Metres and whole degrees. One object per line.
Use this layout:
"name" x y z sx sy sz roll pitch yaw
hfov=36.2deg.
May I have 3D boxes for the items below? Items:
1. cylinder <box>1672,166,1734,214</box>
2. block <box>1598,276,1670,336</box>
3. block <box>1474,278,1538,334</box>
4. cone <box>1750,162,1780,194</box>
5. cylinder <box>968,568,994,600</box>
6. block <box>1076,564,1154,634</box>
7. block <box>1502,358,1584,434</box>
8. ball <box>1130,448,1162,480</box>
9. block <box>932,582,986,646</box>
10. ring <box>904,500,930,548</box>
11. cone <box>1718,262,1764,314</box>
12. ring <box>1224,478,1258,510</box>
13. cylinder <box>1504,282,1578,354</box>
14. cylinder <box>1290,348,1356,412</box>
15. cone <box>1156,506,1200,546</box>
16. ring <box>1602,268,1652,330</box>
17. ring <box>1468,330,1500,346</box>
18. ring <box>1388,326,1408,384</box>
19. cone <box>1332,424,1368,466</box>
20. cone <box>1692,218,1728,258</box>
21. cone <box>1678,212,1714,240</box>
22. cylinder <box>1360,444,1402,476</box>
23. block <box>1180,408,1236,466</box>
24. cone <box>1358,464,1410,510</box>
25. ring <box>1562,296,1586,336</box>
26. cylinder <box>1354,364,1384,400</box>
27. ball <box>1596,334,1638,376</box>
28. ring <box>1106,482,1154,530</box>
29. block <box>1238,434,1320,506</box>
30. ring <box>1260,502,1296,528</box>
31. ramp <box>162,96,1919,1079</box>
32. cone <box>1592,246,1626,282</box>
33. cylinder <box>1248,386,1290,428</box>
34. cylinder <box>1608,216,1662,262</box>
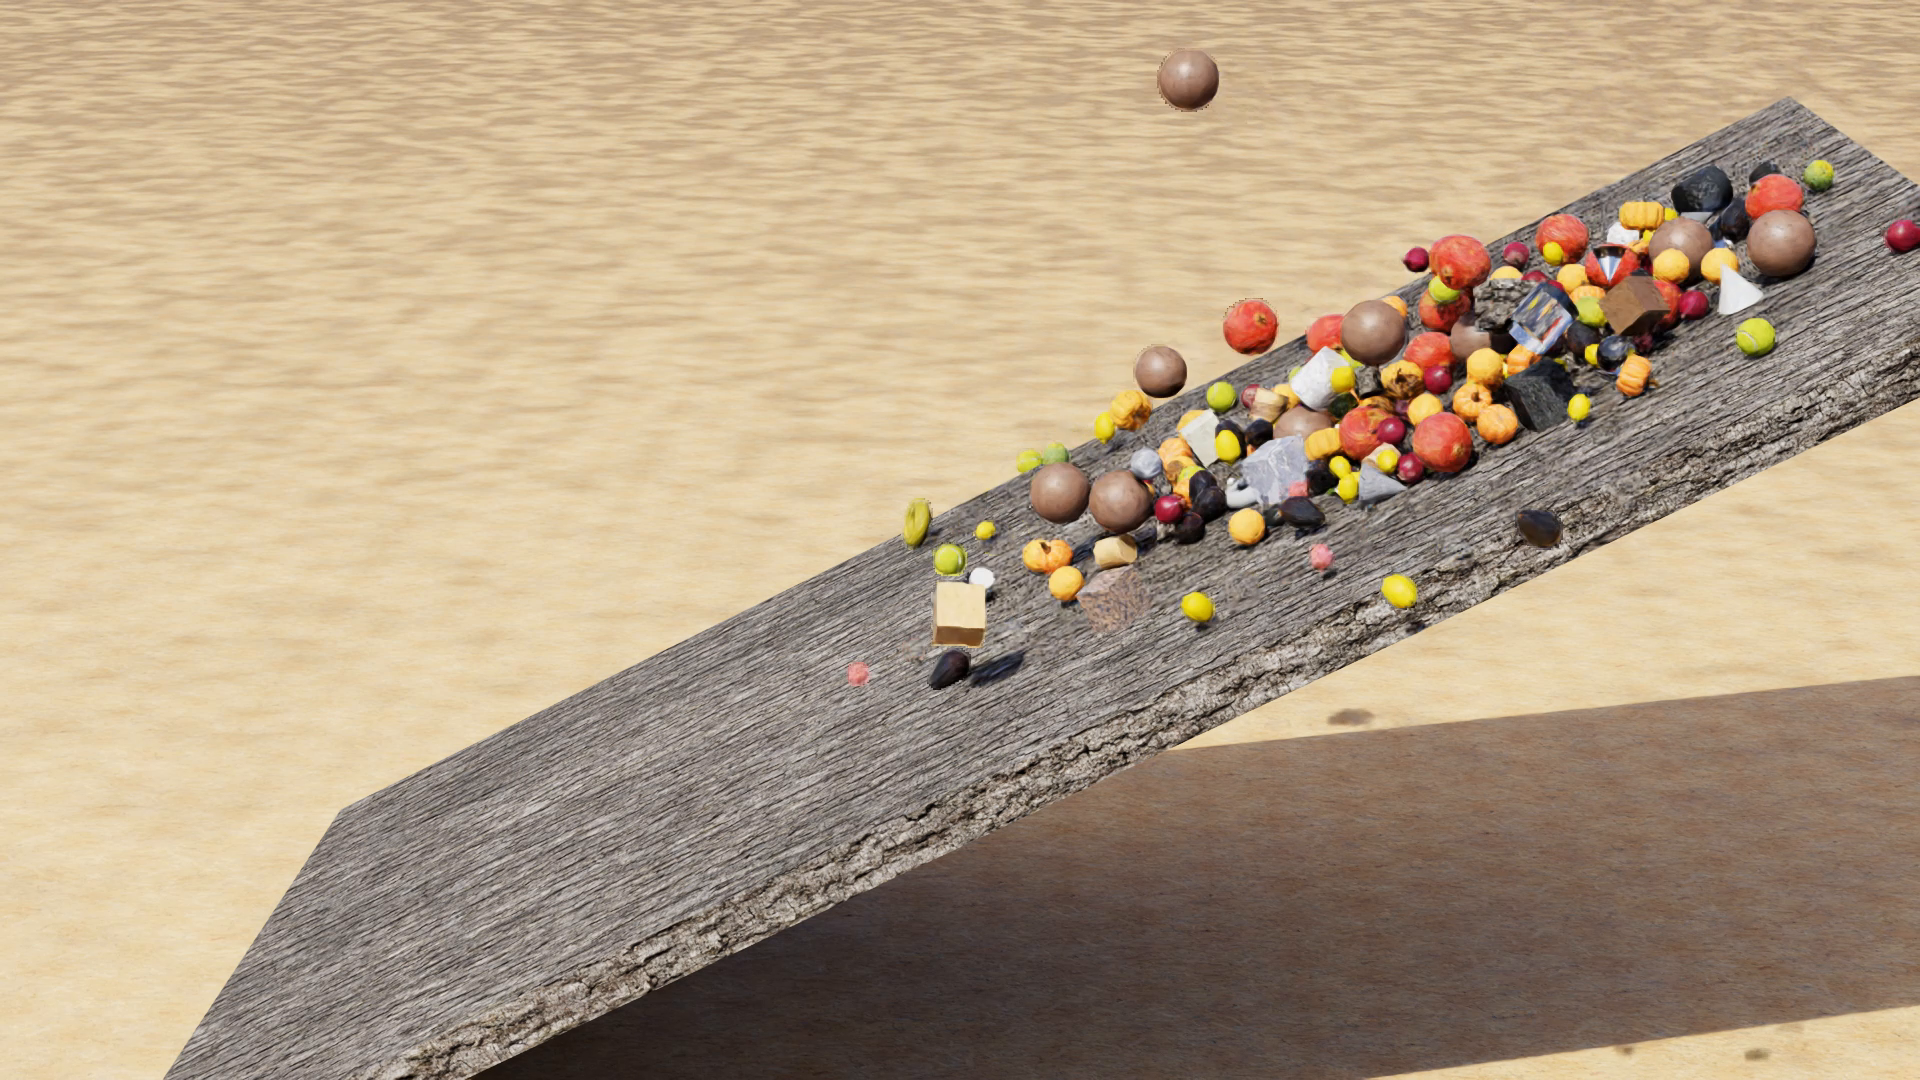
"cylinder" 1.587 -0.739 6.288 0.091 0.091 0.091 -33 29 -17
"block" 1.281 -0.444 5.589 0.080 0.080 0.080 -5 60 -41
"block" 1.085 -0.464 5.848 0.092 0.092 0.092 2 -7 -17
"cone" 1.705 -0.746 6.174 0.071 0.071 0.071 -3 29 -10
"cylinder" 0.045 0.096 6.345 0.052 0.052 0.052 3 57 -5
"block" 0.303 0.116 5.745 0.091 0.091 0.091 -14 20 46
"block" 1.102 -0.273 5.563 0.097 0.097 0.097 -29 14 -1
"ball" 0.382 -0.155 6.019 0.067 0.067 0.067 0 17 0
"block" -0.003 0.144 5.722 0.092 0.092 0.092 1 -24 -6
"ring" -0.103 -0.037 7.063 0.039 0.117 0.117 11 14 -17
"cone" 1.477 -0.493 5.629 0.090 0.090 0.090 -27 14 7
"ring" 0.598 -0.102 6.063 0.115 0.038 0.115 -26 15 8
"cylinder" 1.072 -0.409 5.424 0.096 0.096 0.096 -48 32 -8
"cylinder" 0.741 -0.328 6.011 0.094 0.094 0.094 32 30 -22
"cone" 0.455 -0.030 6.081 0.083 0.083 0.083 -1 16 17
"ring" 1.328 -0.478 5.855 0.046 0.139 0.139 33 22 3
"ring" 1.118 -0.437 6.266 0.078 0.026 0.078 -28 13 7
"ring" 0.938 -0.396 6.295 0.041 0.122 0.122 3 17 11
"cone" 0.780 -0.184 6.004 0.078 0.078 0.078 32 -5 3
"cone" 1.525 -0.621 5.943 0.074 0.074 0.074 6 36 -4
"cone" 1.548 -0.671 6.151 0.067 0.067 0.067 -30 16 8
"cylinder" 0.823 -0.149 5.744 0.059 0.059 0.059 -37 35 -30
"block" 0.546 -0.225 6.476 0.084 0.084 0.084 -36 12 6
"cone" 0.815 -0.101 5.624 0.092 0.092 0.092 -1 16 20
"ring" 1.223 -0.455 5.947 0.098 0.098 0.033 -17 -17 -43
"cylinder" 0.837 -0.325 6.036 0.057 0.057 0.057 -11 -12 -2
"ball" 1.249 -0.352 5.595 0.078 0.078 0.078 0 17 0
"ring" 0.366 -0.072 6.332 0.043 0.130 0.130 47 29 5
"block" 0.649 -0.142 5.974 0.098 0.098 0.098 -38 17 -33
"ring" 0.631 -0.049 5.834 0.079 0.026 0.079 -28 13 7
"ramp" 0.140 0.167 6.281 4.000 0.100 2.000 -26 14 10
"cone" 1.287 -0.542 5.832 0.067 0.067 0.067 1 -9 0
"cylinder" 0.674 -0.291 6.430 0.070 0.070 0.070 18 7 -2
"cylinder" 1.436 -0.641 6.254 0.082 0.082 0.082 -8 -6 -24
